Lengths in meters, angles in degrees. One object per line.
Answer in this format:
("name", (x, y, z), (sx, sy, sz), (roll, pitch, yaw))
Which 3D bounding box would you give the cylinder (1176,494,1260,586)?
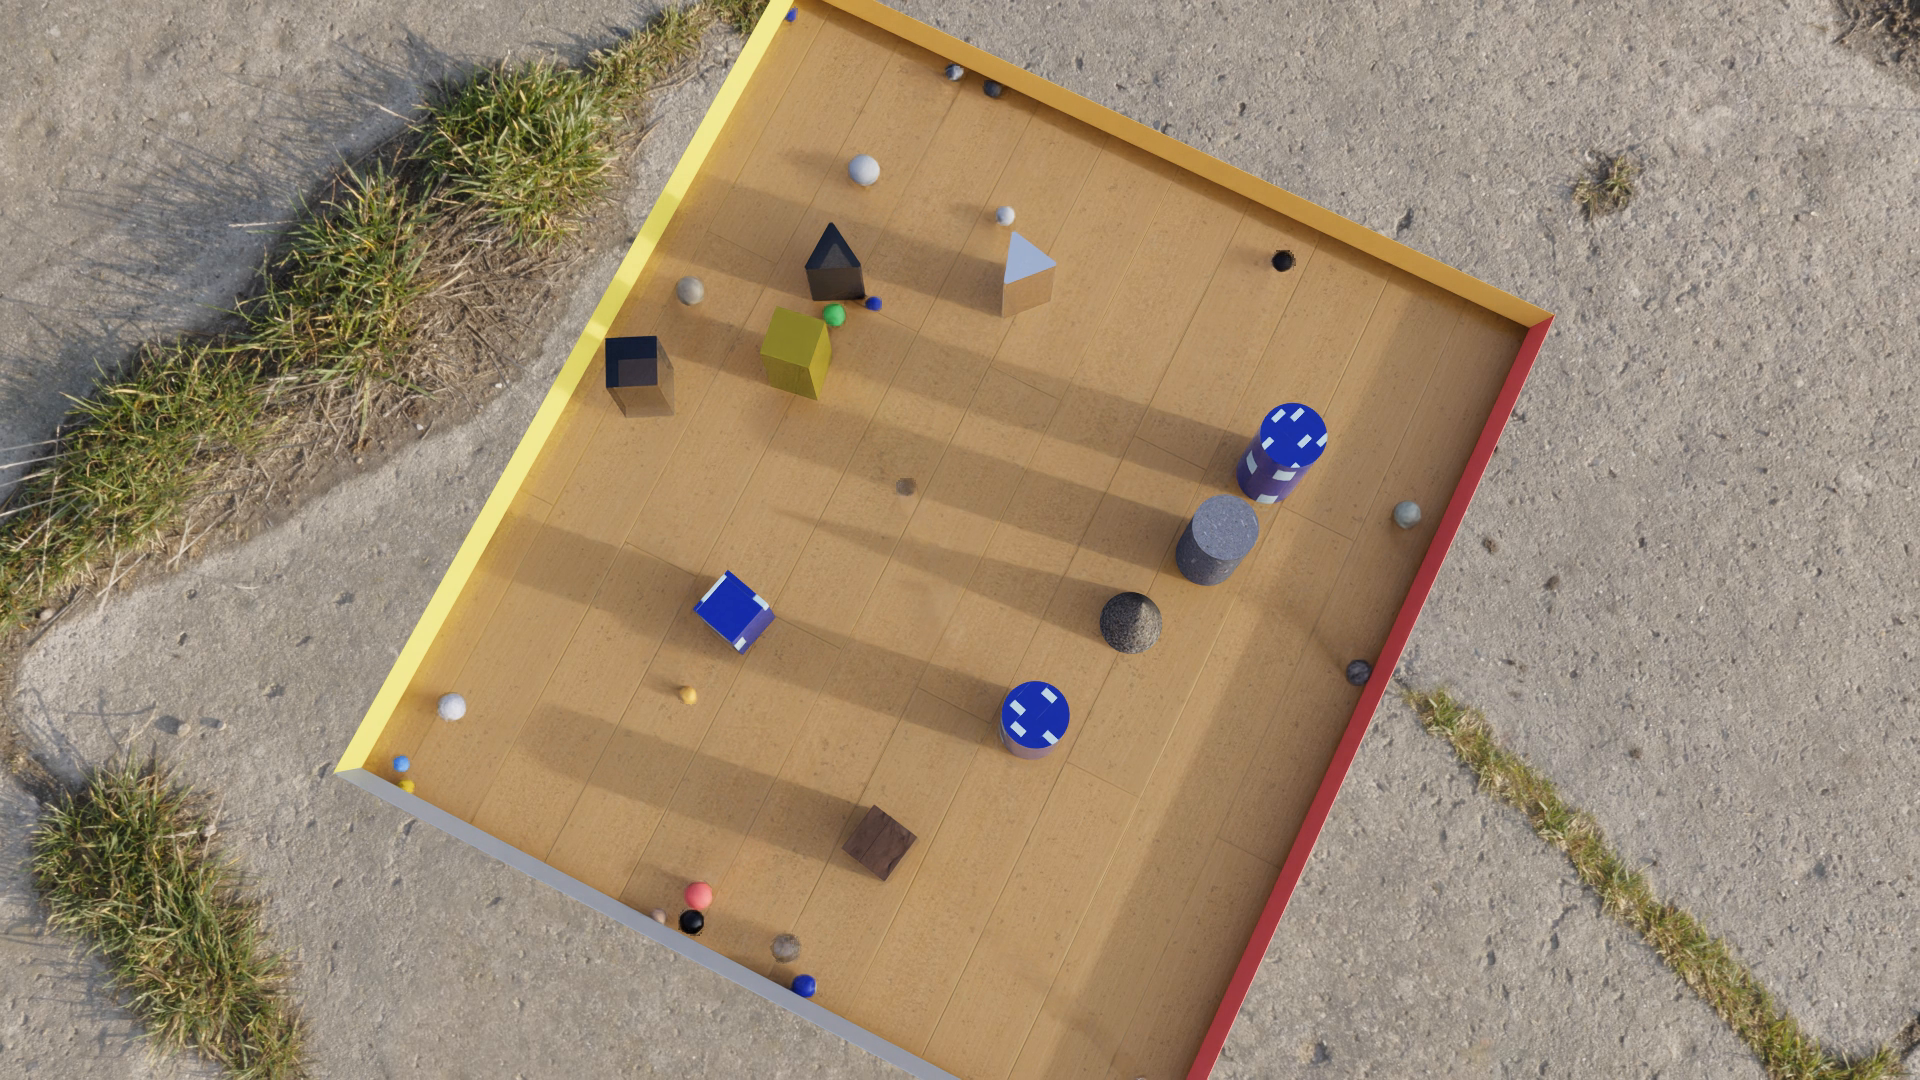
("cylinder", (0.754, 0.005, 5.404), (0.190, 0.414, 0.190), (0, 78, 0))

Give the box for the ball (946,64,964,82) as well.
("ball", (-0.018, -1.505, 5.899), (0.057, 0.057, 0.057), (0, 78, 0))

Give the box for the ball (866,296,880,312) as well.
("ball", (-0.272, -0.741, 5.746), (0.047, 0.047, 0.047), (0, 78, 0))

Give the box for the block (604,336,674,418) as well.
("block", (-0.966, -0.491, 5.548), (0.152, 0.333, 0.152), (-3, 78, -1))

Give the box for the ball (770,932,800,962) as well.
("ball", (-0.509, 1.186, 5.328), (0.086, 0.086, 0.086), (0, 78, 0))

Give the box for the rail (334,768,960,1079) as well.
("rail", (-0.636, 1.252, 5.293), (2.649, 0.124, 0.045), (26, 80, 5))

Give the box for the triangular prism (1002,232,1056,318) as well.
("triangular prism", (0.185, -0.825, 5.624), (0.165, 0.320, 0.143), (-21, 79, -4))

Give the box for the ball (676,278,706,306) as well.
("ball", (-0.842, -0.777, 5.732), (0.089, 0.089, 0.089), (0, 78, 0))

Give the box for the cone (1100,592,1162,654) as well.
("cone", (0.519, 0.215, 5.387), (0.190, 0.362, 0.190), (0, 78, 0))

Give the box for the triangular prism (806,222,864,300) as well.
("triangular prism", (-0.385, -0.858, 5.645), (0.165, 0.291, 0.143), (-3, 78, -1))

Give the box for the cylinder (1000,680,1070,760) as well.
("cylinder", (0.213, 0.527, 5.319), (0.190, 0.370, 0.190), (0, 78, 0))

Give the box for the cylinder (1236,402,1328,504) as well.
("cylinder", (0.948, -0.252, 5.433), (0.190, 0.461, 0.190), (0, 78, 0))

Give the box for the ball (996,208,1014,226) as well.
("ball", (0.144, -1.022, 5.798), (0.059, 0.059, 0.059), (0, 78, 0))

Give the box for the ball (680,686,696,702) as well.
("ball", (-0.815, 0.464, 5.495), (0.049, 0.049, 0.049), (0, 78, 0))

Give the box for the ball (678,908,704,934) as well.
("ball", (-0.783, 1.114, 5.348), (0.073, 0.073, 0.073), (0, 78, 0))

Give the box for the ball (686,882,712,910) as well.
("ball", (-0.764, 1.040, 5.361), (0.080, 0.080, 0.080), (0, 78, 0))

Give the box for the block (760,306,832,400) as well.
("block", (-0.493, -0.562, 5.555), (0.152, 0.347, 0.152), (17, 79, 4))

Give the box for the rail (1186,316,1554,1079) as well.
("rail", (1.164, 0.576, 5.433), (0.045, 0.124, 2.891), (26, 80, 5))

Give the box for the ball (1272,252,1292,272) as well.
("ball", (1.014, -0.875, 5.764), (0.065, 0.065, 0.065), (0, 78, 0))

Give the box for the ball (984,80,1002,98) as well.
("ball", (0.108, -1.449, 5.886), (0.059, 0.059, 0.059), (0, 78, 0))

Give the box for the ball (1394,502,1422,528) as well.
("ball", (1.366, -0.074, 5.590), (0.081, 0.081, 0.081), (0, 78, 0))

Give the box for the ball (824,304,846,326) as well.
("ball", (-0.391, -0.702, 5.726), (0.069, 0.069, 0.069), (0, 78, 0))

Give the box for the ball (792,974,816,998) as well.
("ball", (-0.454, 1.294, 5.313), (0.070, 0.070, 0.070), (0, 78, 0))

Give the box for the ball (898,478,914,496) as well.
("ball", (-0.165, -0.161, 5.622), (0.054, 0.054, 0.054), (0, 78, 0))

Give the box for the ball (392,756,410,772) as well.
("ball", (-1.663, 0.666, 5.454), (0.048, 0.048, 0.048), (0, 78, 0))

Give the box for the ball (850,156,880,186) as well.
("ball", (-0.303, -1.171, 5.810), (0.095, 0.095, 0.095), (0, 78, 0))

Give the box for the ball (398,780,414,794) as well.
("ball", (-1.646, 0.735, 5.440), (0.049, 0.049, 0.049), (0, 78, 0))

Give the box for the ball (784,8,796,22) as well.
("ball", (-0.552, -1.705, 5.947), (0.043, 0.043, 0.043), (0, 78, 0))

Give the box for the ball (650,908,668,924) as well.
("ball", (-0.882, 1.104, 5.361), (0.053, 0.053, 0.053), (0, 78, 0))

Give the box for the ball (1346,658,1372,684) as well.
("ball", (1.197, 0.395, 5.496), (0.077, 0.077, 0.077), (0, 78, 0))

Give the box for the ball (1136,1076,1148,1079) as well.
("ball", (0.522, 1.562, 5.272), (0.041, 0.041, 0.041), (0, 78, 0))

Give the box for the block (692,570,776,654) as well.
("block", (-0.667, 0.218, 5.440), (0.152, 0.258, 0.152), (40, 81, 8))

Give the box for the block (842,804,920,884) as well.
("block", (-0.225, 0.877, 5.272), (0.152, 0.319, 0.152), (36, 81, 7))

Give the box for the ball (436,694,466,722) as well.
("ball", (-1.519, 0.501, 5.471), (0.082, 0.082, 0.082), (0, 78, 0))

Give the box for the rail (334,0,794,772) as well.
("rail", (-1.164, -0.563, 5.669), (0.045, 0.124, 2.891), (26, 80, 5))

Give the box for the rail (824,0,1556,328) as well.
("rail", (0.636, -1.239, 5.809), (2.649, 0.124, 0.045), (26, 80, 5))
